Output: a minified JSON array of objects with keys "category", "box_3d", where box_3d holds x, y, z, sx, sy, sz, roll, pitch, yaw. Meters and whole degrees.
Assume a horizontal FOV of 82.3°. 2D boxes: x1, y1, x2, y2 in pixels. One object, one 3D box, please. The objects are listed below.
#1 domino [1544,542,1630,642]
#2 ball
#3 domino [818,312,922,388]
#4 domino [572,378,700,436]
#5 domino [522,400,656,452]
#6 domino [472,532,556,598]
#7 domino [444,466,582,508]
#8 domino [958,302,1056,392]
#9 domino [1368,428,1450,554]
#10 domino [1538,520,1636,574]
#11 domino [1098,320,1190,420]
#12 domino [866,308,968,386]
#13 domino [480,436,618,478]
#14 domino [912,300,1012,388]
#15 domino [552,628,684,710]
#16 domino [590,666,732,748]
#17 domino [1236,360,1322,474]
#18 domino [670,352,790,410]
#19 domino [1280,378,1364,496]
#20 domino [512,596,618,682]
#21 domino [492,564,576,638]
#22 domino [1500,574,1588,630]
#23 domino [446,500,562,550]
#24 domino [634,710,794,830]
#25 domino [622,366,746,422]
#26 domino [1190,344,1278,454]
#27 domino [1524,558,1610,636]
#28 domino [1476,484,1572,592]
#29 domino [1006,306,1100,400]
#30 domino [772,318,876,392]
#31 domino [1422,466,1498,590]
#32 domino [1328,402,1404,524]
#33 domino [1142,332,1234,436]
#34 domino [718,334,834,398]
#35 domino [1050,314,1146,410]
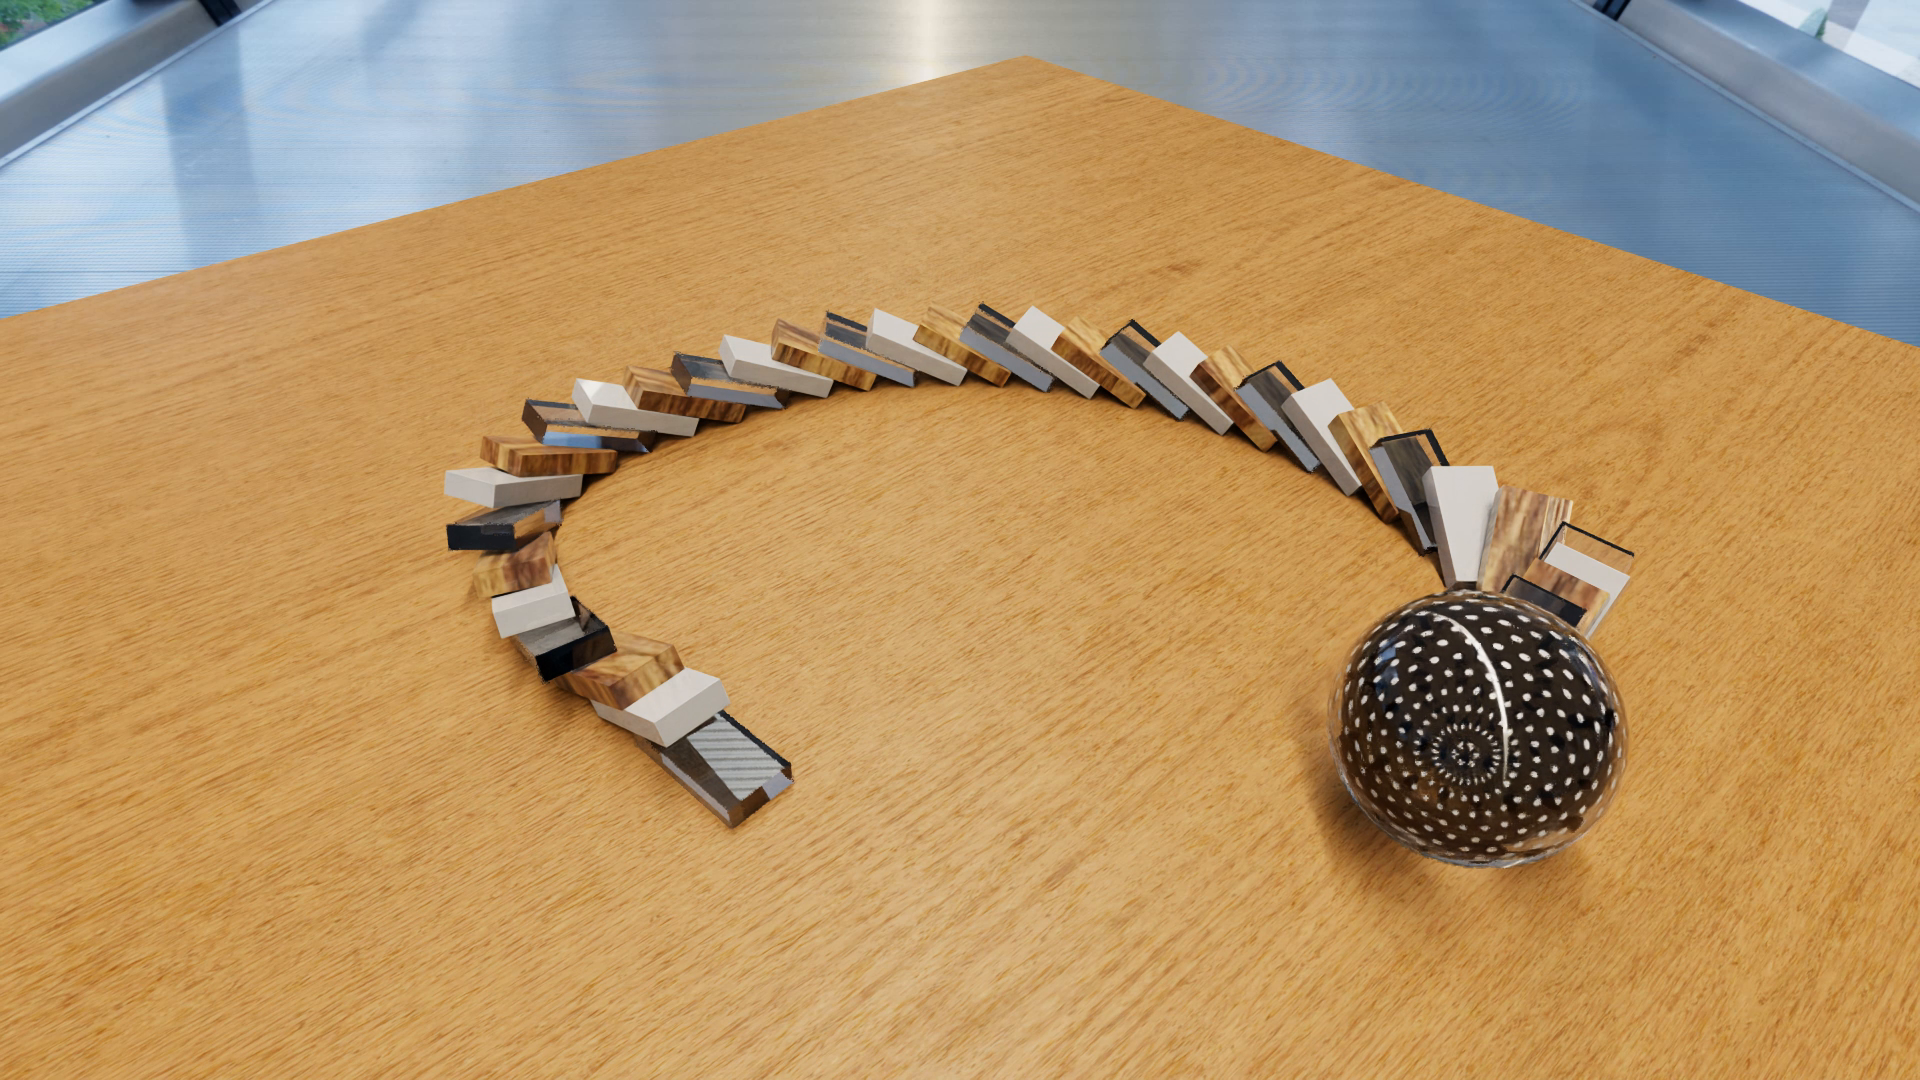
[{"category":"domino","box_3d":[0.206,0.029,0.383,0.025,0.010,0.050,35,95,34]},{"category":"ball","box_3d":[0.149,0.054,0.321,0.080,0.080,0.080,0,39,0]},{"category":"domino","box_3d":[-0.044,-0.094,0.542,0.050,0.009,0.025,18,35,-19]},{"category":"domino","box_3d":[-0.147,-0.060,0.500,0.050,0.010,0.025,4,30,-40]},{"category":"domino","box_3d":[-0.164,-0.050,0.488,0.050,0.009,0.025,1,29,-45]},{"category":"domino","box_3d":[-0.168,0.009,0.416,0.025,0.010,0.050,-13,15,-15]},{"category":"domino","box_3d":[-0.183,-0.023,0.453,0.025,0.009,0.050,14,13,19]},{"category":"domino","box_3d":[0.026,-0.095,0.544,0.050,0.010,0.025,31,42,-4]},{"category":"domino","box_3d":[0.191,-0.020,0.452,0.025,0.010,0.050,-11,67,-13]},{"category":"domino","box_3d":[0.214,0.021,0.392,0.025,0.009,0.050,34,95,34]},{"category":"domino","box_3d":[0.094,-0.082,0.527,0.050,0.010,0.025,42,50,8]},{"category":"domino","box_3d":[-0.021,-0.095,0.543,0.050,0.009,0.025,20,36,-16]},{"category":"domino","box_3d":[-0.175,-0.036,0.470,0.025,0.009,0.050,23,16,26]},{"category":"domino","box_3d":[0.004,-0.097,0.546,0.050,0.010,0.025,28,40,-7]},{"category":"domino","box_3d":[-0.118,0.043,0.375,0.050,0.010,0.025,5,32,46]},{"category":"domino","box_3d":[-0.100,0.052,0.364,0.025,0.010,0.050,-35,26,-34]},{"category":"domino","box_3d":[0.150,-0.056,0.496,0.025,0.010,0.050,-28,72,-30]},{"category":"domino","box_3d":[-0.108,-0.075,0.519,0.050,0.009,0.025,4,31,-38]},{"category":"domino","box_3d":[0.166,-0.045,0.482,0.025,0.009,0.050,-22,70,-25]},{"category":"domino","box_3d":[-0.141,0.034,0.387,0.025,0.010,0.050,-24,21,-27]},{"category":"domino","box_3d":[-0.156,0.021,0.401,0.025,0.009,0.050,-18,17,-20]},{"category":"domino","box_3d":[0.185,0.039,0.370,0.025,0.010,0.050,34,95,34]},{"category":"domino","box_3d":[-0.179,-0.006,0.434,0.025,0.009,0.050,-1,13,-1]},{"category":"domino","box_3d":[-0.081,0.070,0.358,0.050,0.009,0.025,30,48,31]},{"category":"domino","box_3d":[-0.128,-0.067,0.509,0.050,0.009,0.025,4,31,-38]},{"category":"domino","box_3d":[0.132,-0.066,0.507,0.025,0.010,0.050,-33,75,-34]},{"category":"domino","box_3d":[0.196,0.034,0.376,0.025,0.010,0.050,34,95,34]},{"category":"domino","box_3d":[0.212,0.006,0.414,0.025,0.009,0.050,15,75,13]},{"category":"domino","box_3d":[0.049,-0.092,0.540,0.050,0.009,0.025,35,45,1]},{"category":"domino","box_3d":[-0.067,-0.091,0.538,0.050,0.009,0.025,16,34,-22]},{"category":"domino","box_3d":[0.201,-0.005,0.433,0.025,0.009,0.050,-1,64,-1]},{"category":"domino","box_3d":[0.181,-0.033,0.468,0.025,0.010,0.050,-16,68,-18]},{"category":"domino","box_3d":[0.113,-0.074,0.518,0.050,0.009,0.025,44,52,9]},{"category":"domino","box_3d":[-0.088,-0.083,0.529,0.050,0.010,0.025,9,32,-32]},{"category":"domino","box_3d":[0.071,-0.087,0.533,0.050,0.009,0.025,36,46,2]}]
